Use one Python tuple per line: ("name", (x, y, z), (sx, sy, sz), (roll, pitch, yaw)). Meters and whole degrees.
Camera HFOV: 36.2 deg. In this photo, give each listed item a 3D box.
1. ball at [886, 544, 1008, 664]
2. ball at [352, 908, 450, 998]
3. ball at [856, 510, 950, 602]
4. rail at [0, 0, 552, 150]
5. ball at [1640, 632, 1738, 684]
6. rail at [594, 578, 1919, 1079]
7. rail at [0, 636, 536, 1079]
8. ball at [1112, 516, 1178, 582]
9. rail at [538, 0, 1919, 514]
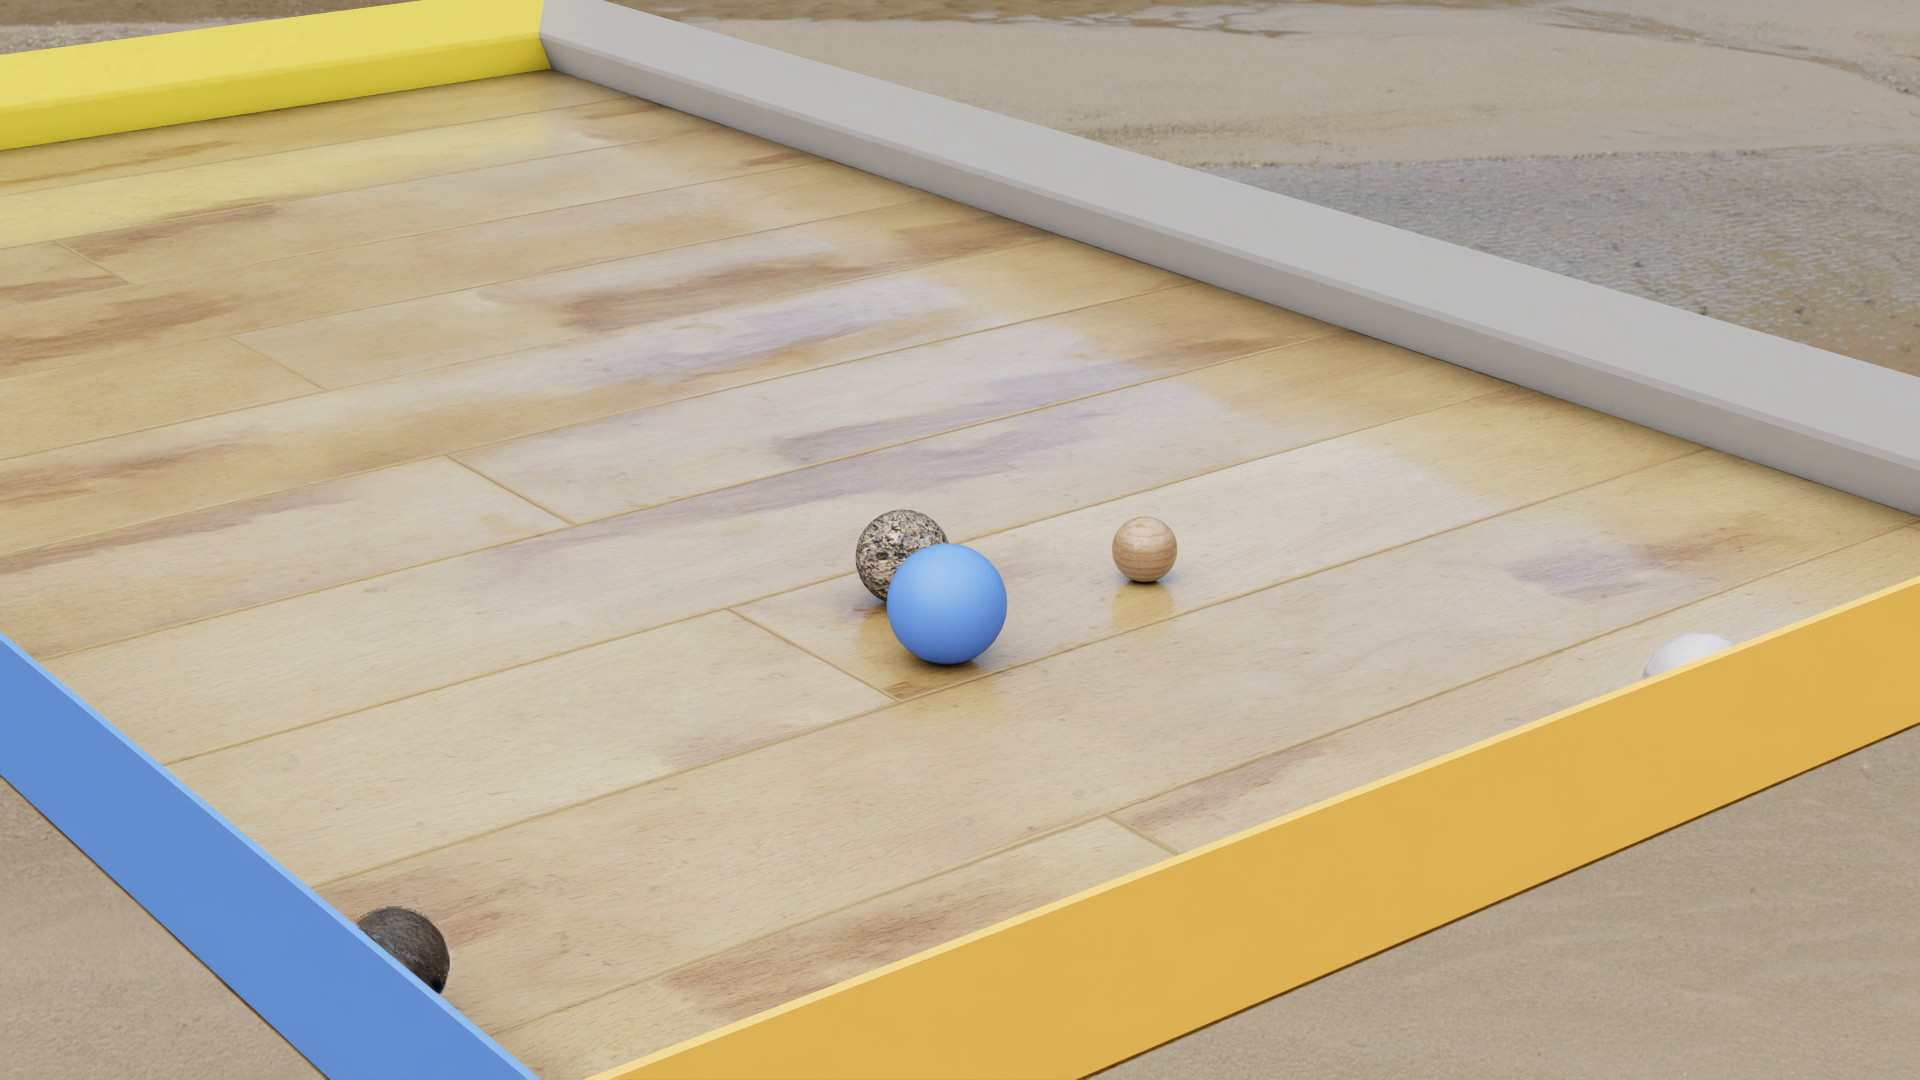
("ball", (-0.011, 0.052, 2.400), (0.099, 0.099, 0.099), (0, 21, 0))
("ball", (-0.361, 0.270, 1.874), (0.071, 0.071, 0.071), (0, 21, 0))
("ball", (-0.049, 0.015, 2.519), (0.082, 0.082, 0.082), (0, 21, 0))
("rail", (-1.259, -0.609, 4.065), (1.618, 0.128, 0.045), (-16, 26, -35))
("ball", (0.566, 0.115, 2.251), (0.089, 0.089, 0.089), (0, 21, 0))
("rail", (0.410, 0.168, 2.055), (1.618, 0.128, 0.045), (-16, 26, -35))
("rail", (-1.045, -0.047, 2.612), (0.045, 0.128, 2.773), (-16, 26, -35))
("ball", (0.161, 0.008, 2.570), (0.058, 0.058, 0.058), (0, 21, 0))
("rail", (0.196, -0.394, 3.509), (0.045, 0.128, 2.773), (-16, 26, -35))
